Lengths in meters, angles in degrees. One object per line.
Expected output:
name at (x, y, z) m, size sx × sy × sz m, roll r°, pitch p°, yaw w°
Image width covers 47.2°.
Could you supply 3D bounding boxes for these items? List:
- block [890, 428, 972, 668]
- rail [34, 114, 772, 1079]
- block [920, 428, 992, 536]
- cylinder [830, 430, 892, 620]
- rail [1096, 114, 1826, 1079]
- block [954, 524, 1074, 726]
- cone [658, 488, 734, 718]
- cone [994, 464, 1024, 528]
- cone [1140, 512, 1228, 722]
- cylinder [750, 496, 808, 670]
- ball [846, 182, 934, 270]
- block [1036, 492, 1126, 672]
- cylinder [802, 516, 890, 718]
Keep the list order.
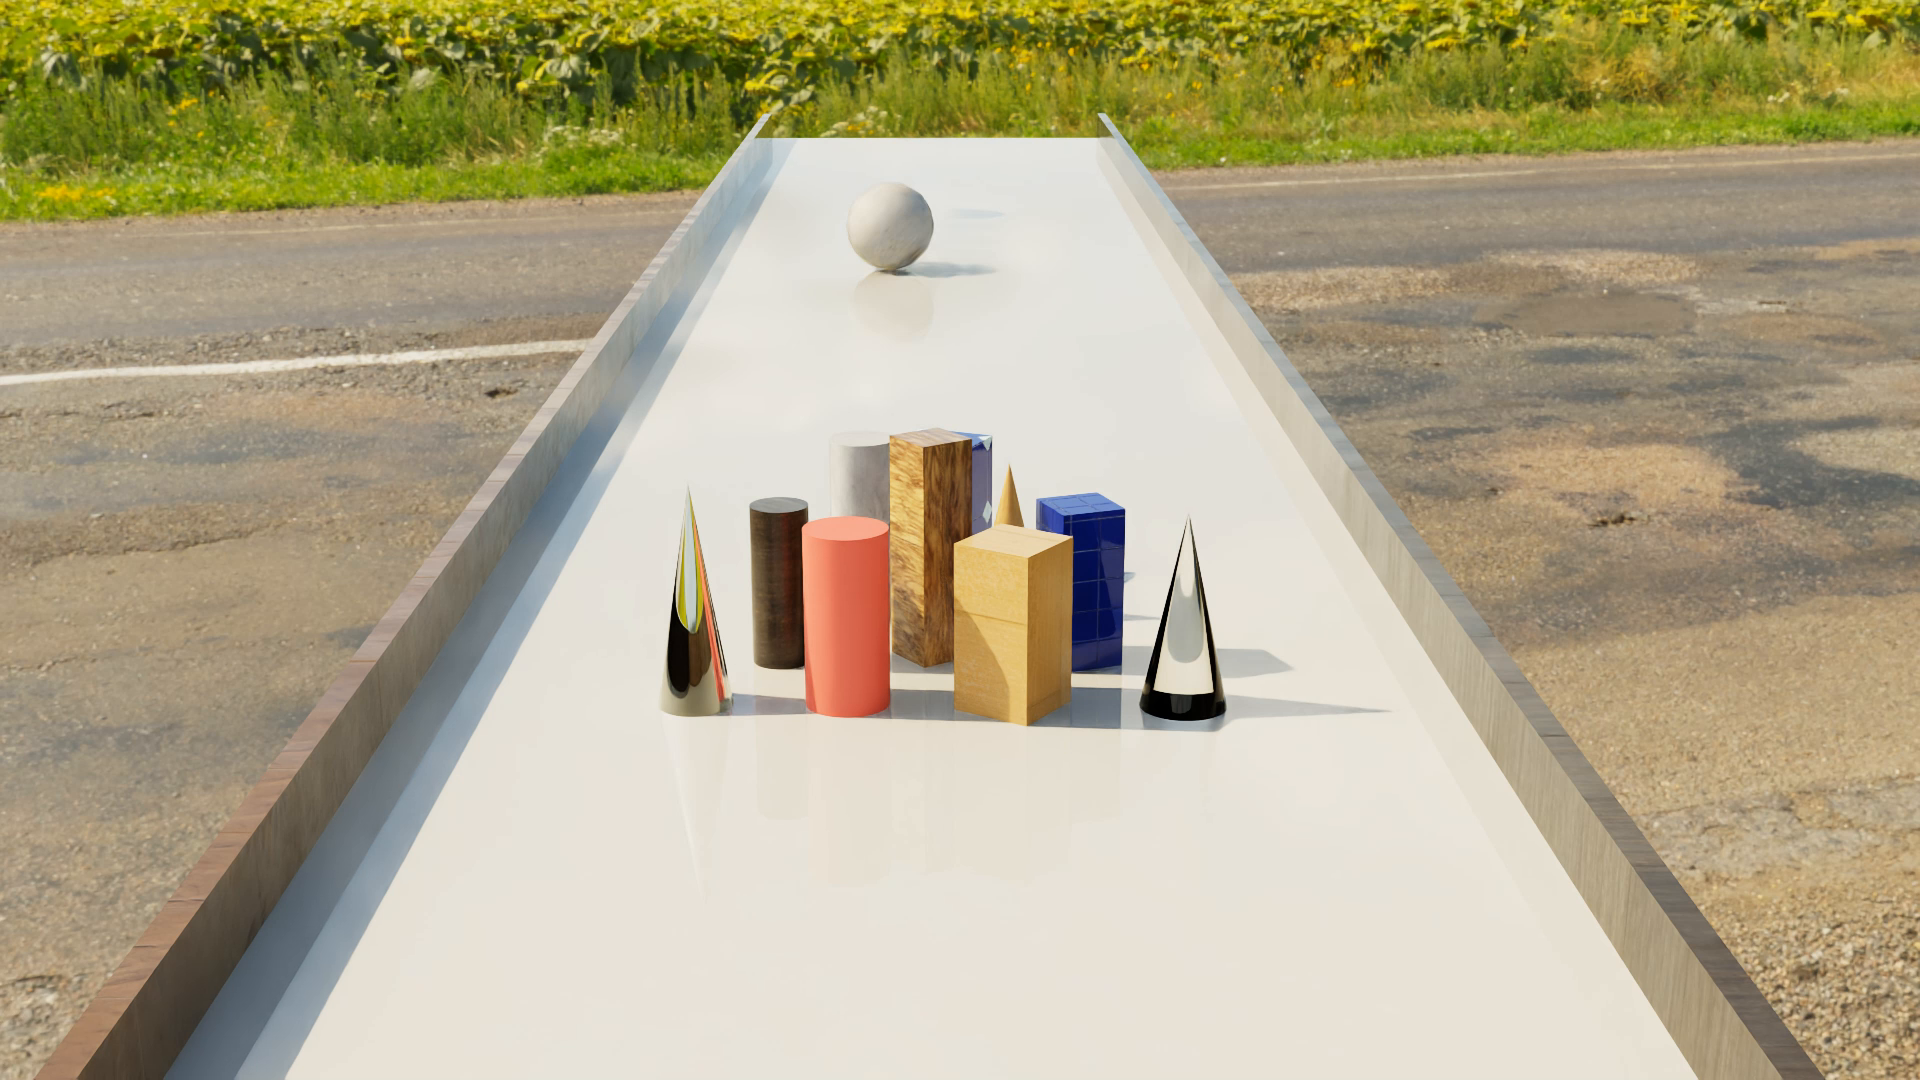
block at (-0.057, 0.014, 4.386) m, size 0.117 × 0.452 × 0.117 m, roll -11°, pitch 20°, yaw -34°
rail at (-1.118, -0.838, 7.780) m, size 0.050 × 0.150 × 12.000 m, roll 0°, pitch 17°, yaw -1°
block at (-0.043, -0.071, 4.917) m, size 0.174 × 0.313 × 0.174 m, roll 7°, pitch 18°, yaw 23°
cylinder at (-0.204, -0.027, 4.639) m, size 0.137 × 0.387 × 0.137 m, roll 0°, pitch 17°, yaw 0°
rail at (0.932, -0.844, 7.801) m, size 0.050 × 0.150 × 12.000 m, roll 0°, pitch 17°, yaw -1°
block at (0.100, 0.157, 4.127) m, size 0.161 × 0.327 × 0.161 m, roll 11°, pitch 20°, yaw 32°
cone at (-0.502, 0.102, 4.120) m, size 0.143 × 0.435 × 0.143 m, roll 0°, pitch 17°, yaw 0°
cone at (0.103, -0.002, 4.646) m, size 0.155 × 0.335 × 0.155 m, roll 0°, pitch 17°, yaw 0°
cone at (0.423, 0.130, 4.119) m, size 0.167 × 0.382 × 0.167 m, roll 0°, pitch 17°, yaw 0°
cylinder at (-0.357, 0.086, 4.372) m, size 0.117 × 0.323 × 0.117 m, roll 0°, pitch 17°, yaw 0°
ball at (-0.282, -1.268, 8.871) m, size 0.352 × 0.352 × 0.352 m, roll 0°, pitch 17°, yaw 0°
block at (0.237, 0.084, 4.377) m, size 0.133 × 0.324 × 0.133 m, roll -6°, pitch 18°, yaw -21°
cylinder at (-0.213, 0.144, 4.138) m, size 0.161 × 0.346 × 0.161 m, roll 0°, pitch 17°, yaw 0°
